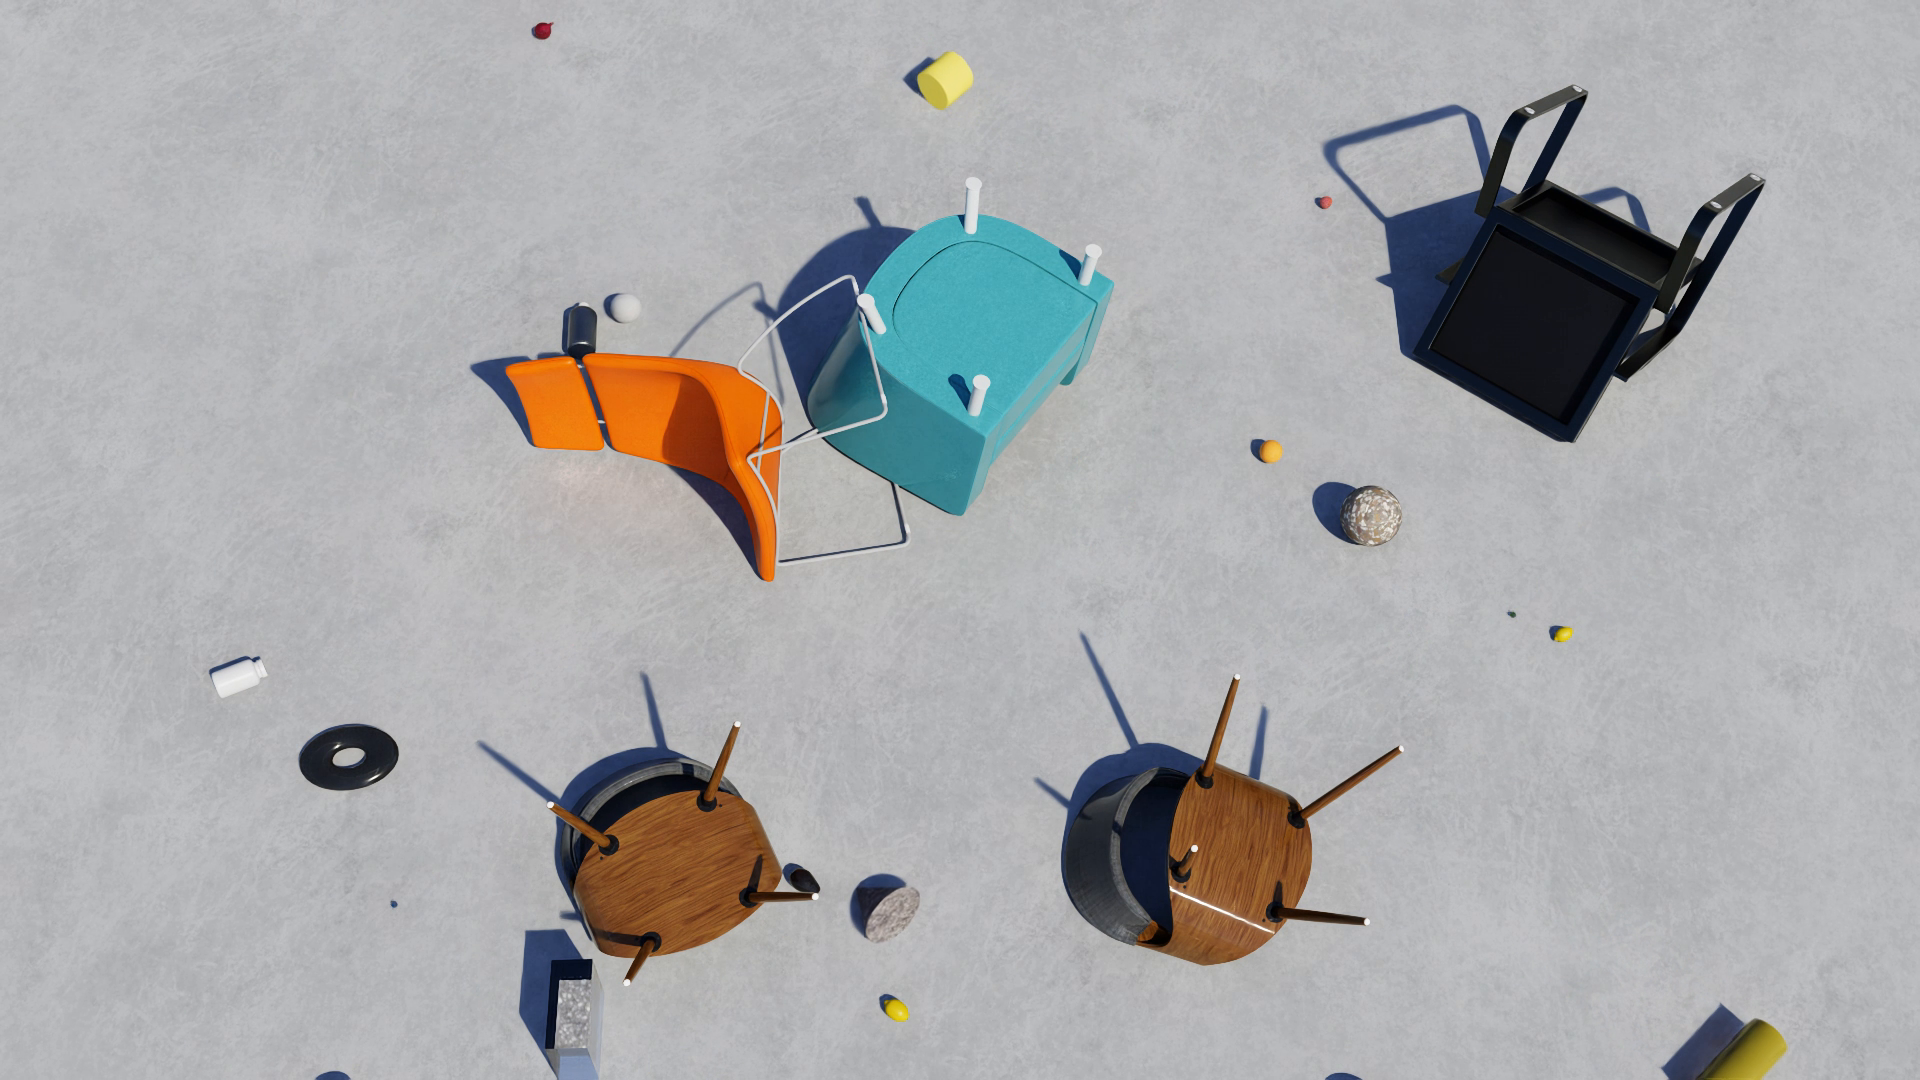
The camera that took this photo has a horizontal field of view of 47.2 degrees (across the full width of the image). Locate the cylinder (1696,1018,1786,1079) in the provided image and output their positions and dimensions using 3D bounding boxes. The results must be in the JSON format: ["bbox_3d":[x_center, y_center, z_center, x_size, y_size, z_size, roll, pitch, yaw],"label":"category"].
[{"bbox_3d":[1.980,1.346,5.601,0.256,0.116,0.113,-37,51,-22],"label":"cylinder"}]

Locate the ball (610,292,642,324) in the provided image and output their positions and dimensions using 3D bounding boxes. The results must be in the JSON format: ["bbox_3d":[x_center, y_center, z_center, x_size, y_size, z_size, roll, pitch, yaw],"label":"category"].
[{"bbox_3d":[-1.065,-0.740,7.011,0.099,0.099,0.099,0,56,0],"label":"ball"}]

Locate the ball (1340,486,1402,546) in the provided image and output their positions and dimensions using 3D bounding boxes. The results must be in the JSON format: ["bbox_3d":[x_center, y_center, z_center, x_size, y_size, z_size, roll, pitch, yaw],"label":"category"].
[{"bbox_3d":[1.217,-0.071,6.513,0.182,0.182,0.182,0,56,0],"label":"ball"}]

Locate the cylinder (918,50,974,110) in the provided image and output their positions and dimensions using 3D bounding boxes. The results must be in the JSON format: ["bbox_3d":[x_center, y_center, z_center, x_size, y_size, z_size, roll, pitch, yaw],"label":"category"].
[{"bbox_3d":[-0.050,-1.579,7.551,0.136,0.129,0.147,-45,112,-25],"label":"cylinder"}]

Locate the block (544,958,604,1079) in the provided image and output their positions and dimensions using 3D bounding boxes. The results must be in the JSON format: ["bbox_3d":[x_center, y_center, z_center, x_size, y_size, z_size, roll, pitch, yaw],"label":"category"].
[{"bbox_3d":[-0.982,1.226,5.616,0.105,0.224,0.236,-2,56,-1],"label":"block"}]

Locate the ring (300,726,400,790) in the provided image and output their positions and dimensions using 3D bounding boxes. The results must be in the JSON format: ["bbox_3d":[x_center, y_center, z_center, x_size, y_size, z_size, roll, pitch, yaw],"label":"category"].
[{"bbox_3d":[-1.705,0.609,6.140,0.276,0.043,0.201,-5,57,-2],"label":"ring"}]

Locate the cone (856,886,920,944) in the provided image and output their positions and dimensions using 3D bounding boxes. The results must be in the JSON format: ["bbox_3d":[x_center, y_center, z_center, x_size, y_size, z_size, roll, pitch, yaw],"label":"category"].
[{"bbox_3d":[-0.229,0.966,5.886,0.186,0.143,0.165,-38,40,-23],"label":"cone"}]
